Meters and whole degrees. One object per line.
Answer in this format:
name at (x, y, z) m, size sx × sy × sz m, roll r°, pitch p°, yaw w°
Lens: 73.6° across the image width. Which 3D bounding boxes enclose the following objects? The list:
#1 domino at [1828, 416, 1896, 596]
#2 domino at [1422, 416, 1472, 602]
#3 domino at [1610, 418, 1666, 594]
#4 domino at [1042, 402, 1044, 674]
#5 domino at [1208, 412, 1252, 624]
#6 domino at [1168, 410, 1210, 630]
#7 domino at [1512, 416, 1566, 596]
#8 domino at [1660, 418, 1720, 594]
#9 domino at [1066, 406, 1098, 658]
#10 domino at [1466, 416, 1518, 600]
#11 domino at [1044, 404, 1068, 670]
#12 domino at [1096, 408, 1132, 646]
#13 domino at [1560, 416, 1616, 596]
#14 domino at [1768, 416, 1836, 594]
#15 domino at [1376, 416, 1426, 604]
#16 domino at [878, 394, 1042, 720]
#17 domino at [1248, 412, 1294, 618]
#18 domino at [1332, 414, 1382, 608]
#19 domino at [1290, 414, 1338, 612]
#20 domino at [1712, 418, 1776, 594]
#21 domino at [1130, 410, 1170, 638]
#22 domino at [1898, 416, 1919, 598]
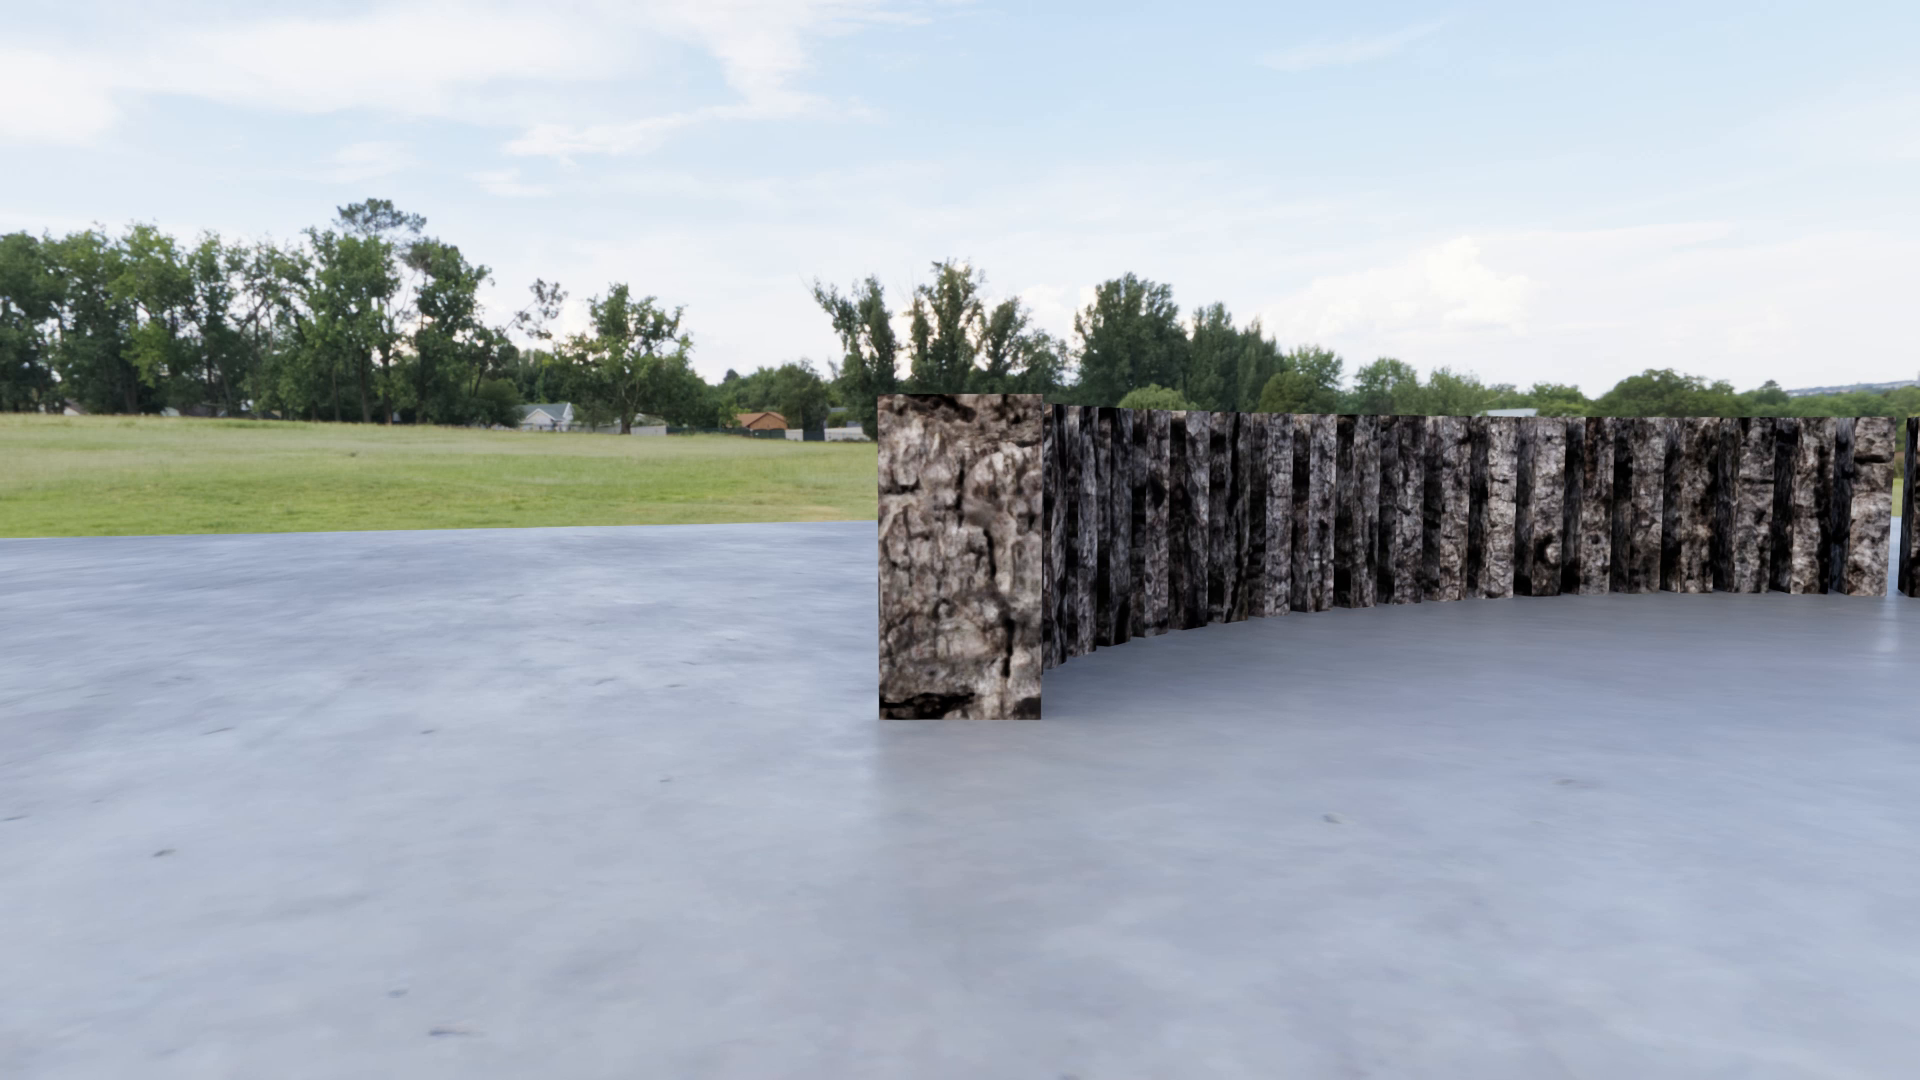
domino at (0.259, -0.010, 0.370) m, size 0.009 × 0.050 × 0.025 m, roll 2°, pitch 5°, yaw 20°
domino at (0.129, -0.009, 0.358) m, size 0.009 × 0.050 × 0.025 m, roll -2°, pitch 5°, yaw -22°
domino at (0.193, -0.011, 0.375) m, size 0.009 × 0.050 × 0.025 m, roll 0°, pitch 4°, yaw -6°
domino at (0.002, 0.000, 0.234) m, size 0.025 × 0.050 × 0.010 m, roll 1°, pitch 4°, yaw 12°
domino at (0.058, -0.006, 0.315) m, size 0.009 × 0.050 × 0.025 m, roll -4°, pitch 6°, yaw -40°
domino at (0.046, -0.005, 0.304) m, size 0.009 × 0.050 × 0.025 m, roll -4°, pitch 6°, yaw -44°
domino at (0.160, -0.010, 0.368) m, size 0.009 × 0.050 × 0.025 m, roll -1°, pitch 4°, yaw -16°
domino at (0.210, -0.011, 0.376) m, size 0.009 × 0.050 × 0.025 m, roll 0°, pitch 4°, yaw -1°
domino at (0.015, -0.002, 0.264) m, size 0.025 × 0.050 × 0.009 m, roll 2°, pitch 5°, yaw 30°
domino at (0.144, -0.010, 0.363) m, size 0.009 × 0.050 × 0.025 m, roll -1°, pitch 5°, yaw -19°
domino at (0.007, -0.001, 0.250) m, size 0.025 × 0.050 × 0.009 m, roll 2°, pitch 5°, yaw 23°
domino at (0.024, -0.003, 0.278) m, size 0.025 × 0.050 × 0.010 m, roll 3°, pitch 5°, yaw 35°
domino at (0.176, -0.010, 0.372) m, size 0.009 × 0.050 × 0.025 m, roll -1°, pitch 4°, yaw -12°
domino at (0.243, -0.010, 0.374) m, size 0.009 × 0.050 × 0.025 m, roll 1°, pitch 4°, yaw 10°
domino at (0.114, -0.009, 0.351) m, size 0.009 × 0.050 × 0.025 m, roll -2°, pitch 5°, yaw -26°
domino at (0.000, 0.002, 0.201) m, size 0.025 × 0.050 × 0.010 m, roll 0°, pitch 4°, yaw 0°
domino at (0.071, -0.007, 0.325) m, size 0.009 × 0.050 × 0.025 m, roll -3°, pitch 5°, yaw -36°
domino at (0.099, -0.008, 0.343) m, size 0.010 × 0.050 × 0.025 m, roll -2°, pitch 5°, yaw -29°
domino at (0.085, -0.008, 0.334) m, size 0.010 × 0.050 × 0.025 m, roll -3°, pitch 5°, yaw -33°
domino at (0.226, -0.011, 0.376) m, size 0.009 × 0.050 × 0.025 m, roll 0°, pitch 4°, yaw 4°
domino at (0.034, -0.004, 0.291) m, size 0.025 × 0.050 × 0.009 m, roll 4°, pitch 6°, yaw 41°
domino at (0.274, -0.010, 0.363) m, size 0.010 × 0.050 × 0.025 m, roll 2°, pitch 5°, yaw 30°
